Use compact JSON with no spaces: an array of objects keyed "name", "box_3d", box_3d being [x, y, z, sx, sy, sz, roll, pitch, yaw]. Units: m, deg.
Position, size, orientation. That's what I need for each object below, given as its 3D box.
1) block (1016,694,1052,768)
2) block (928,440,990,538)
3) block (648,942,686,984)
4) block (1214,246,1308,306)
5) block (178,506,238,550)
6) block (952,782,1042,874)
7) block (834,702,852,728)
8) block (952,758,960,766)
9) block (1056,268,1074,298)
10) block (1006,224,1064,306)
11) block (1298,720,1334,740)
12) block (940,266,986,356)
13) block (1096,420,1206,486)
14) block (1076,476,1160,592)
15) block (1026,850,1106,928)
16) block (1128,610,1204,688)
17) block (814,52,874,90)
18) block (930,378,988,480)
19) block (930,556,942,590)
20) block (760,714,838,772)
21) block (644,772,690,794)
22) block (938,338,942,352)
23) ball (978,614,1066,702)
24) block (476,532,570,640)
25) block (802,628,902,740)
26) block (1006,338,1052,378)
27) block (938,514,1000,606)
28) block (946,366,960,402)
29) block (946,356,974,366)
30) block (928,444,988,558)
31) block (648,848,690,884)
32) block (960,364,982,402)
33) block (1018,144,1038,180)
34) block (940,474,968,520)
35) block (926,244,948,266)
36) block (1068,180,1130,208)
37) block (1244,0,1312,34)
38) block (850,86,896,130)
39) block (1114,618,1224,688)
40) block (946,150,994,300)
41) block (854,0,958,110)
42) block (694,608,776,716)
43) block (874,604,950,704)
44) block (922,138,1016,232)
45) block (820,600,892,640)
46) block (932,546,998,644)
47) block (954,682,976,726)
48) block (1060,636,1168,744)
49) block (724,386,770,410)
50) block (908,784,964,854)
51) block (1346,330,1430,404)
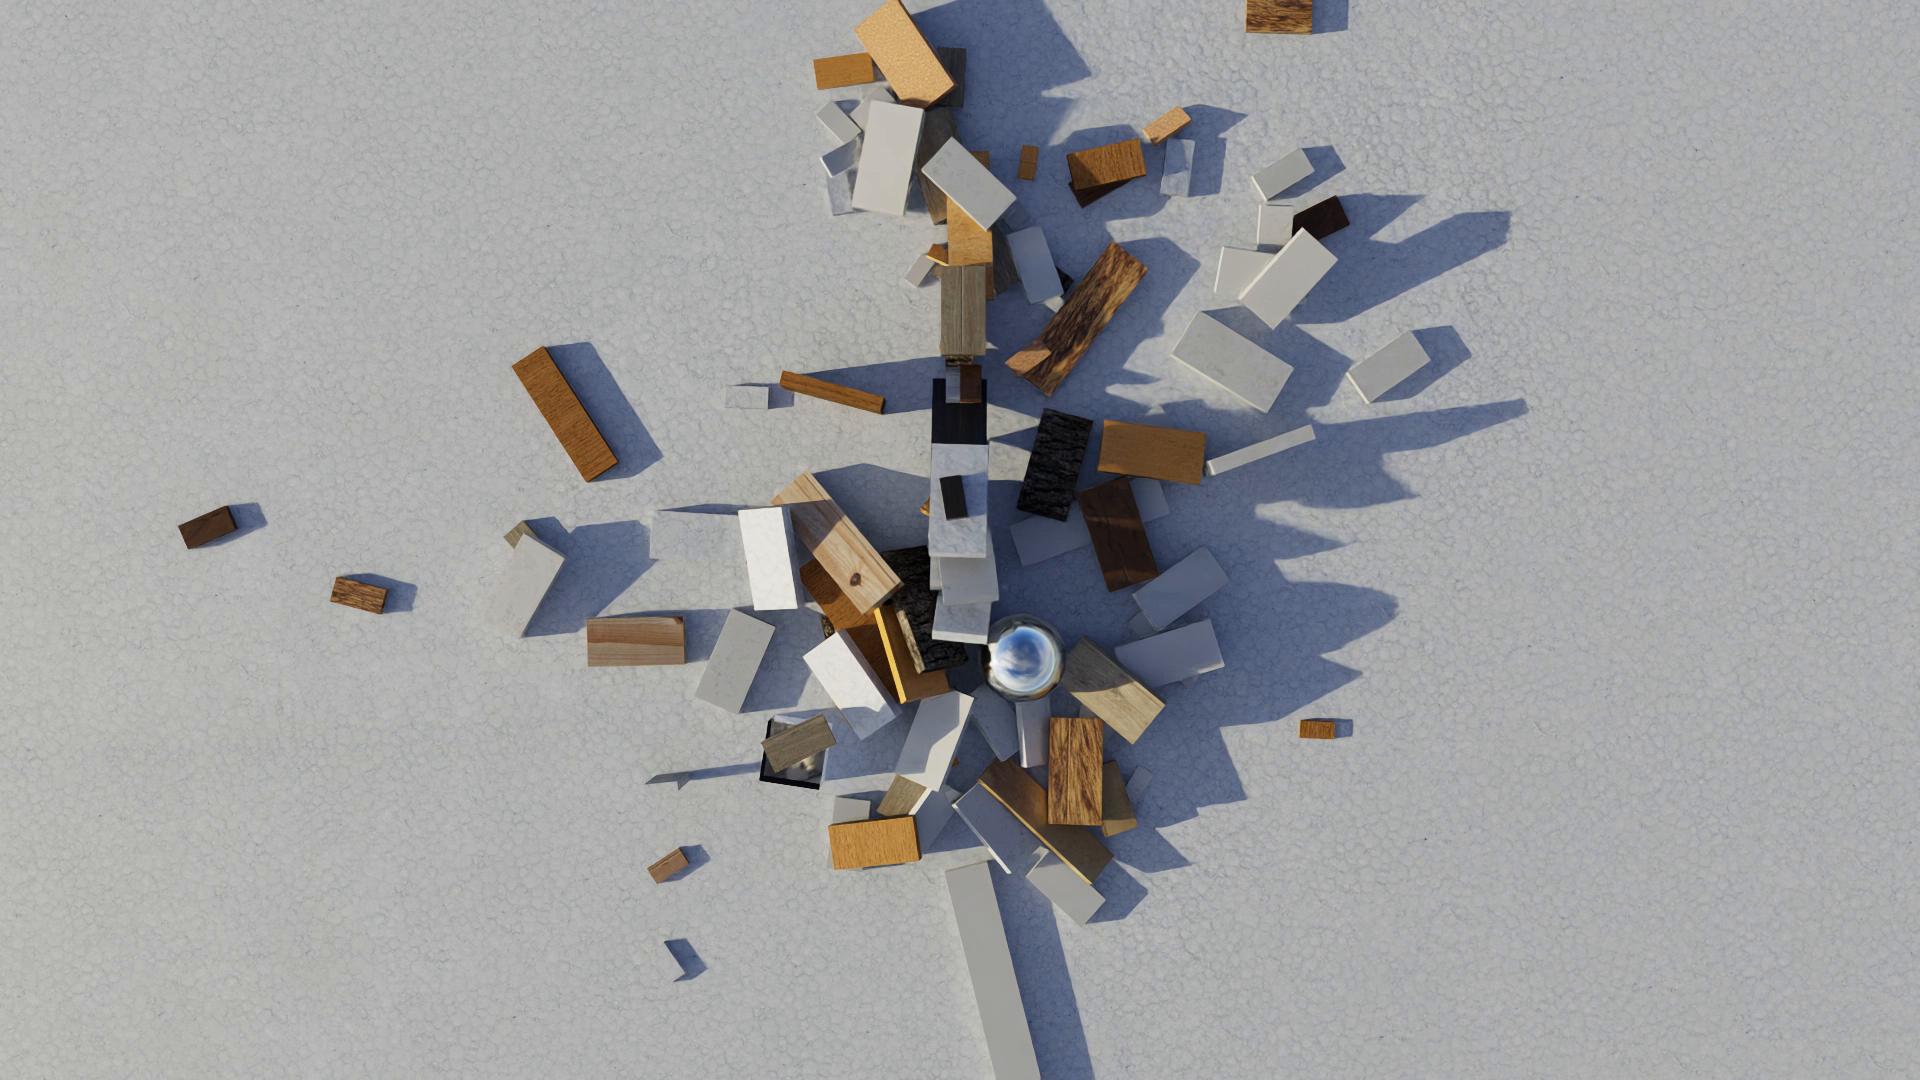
[{"name":"block","box_3d":[0.249,0.628,5.456,0.116,0.033,0.231,-5,90,-32]},{"name":"block","box_3d":[-0.003,-0.166,5.349,0.180,0.051,0.359,4,59,-1]},{"name":"block","box_3d":[-0.975,1.406,5.491,0.063,0.018,0.126,-35,90,0]},{"name":"block","box_3d":[1.005,-0.874,5.449,0.304,0.043,0.152,7,110,-2]},{"name":"block","box_3d":[-2.502,-0.041,5.488,0.171,0.024,0.086,-23,90,0]},{"name":"block","box_3d":[0.123,0.941,5.454,0.145,0.041,0.291,-39,90,-22]},{"name":"block","box_3d":[-0.298,0.523,5.485,0.217,0.031,0.108,-33,90,0]},{"name":"block","box_3d":[-0.057,0.700,5.489,0.063,0.018,0.126,-25,90,4]},{"name":"block","box_3d":[0.301,-0.877,5.490,0.143,0.020,0.072,37,90,0]},{"name":"block","box_3d":[0.247,-0.908,5.454,0.121,0.034,0.242,-19,88,-9]},{"name":"block","box_3d":[1.188,0.632,5.492,0.115,0.016,0.058,3,90,0]},{"name":"block","box_3d":[0.011,-0.747,5.386,0.145,0.041,0.290,0,88,0]},{"name":"block","box_3d":[0.631,-0.288,5.437,0.338,0.048,0.169,8,88,0]},{"name":"block","box_3d":[0.519,-0.020,5.434,0.173,0.049,0.347,-19,96,0]},{"name":"block","box_3d":[0.352,1.155,5.483,0.247,0.035,0.123,42,90,0]},{"name":"block","box_3d":[0.709,0.333,5.479,0.147,0.042,0.293,-42,90,0]},{"name":"block","box_3d":[-0.386,-1.560,5.486,0.191,0.027,0.095,-8,90,0]},{"name":"block","box_3d":[-0.003,-0.362,5.392,0.180,0.051,0.359,1,62,-1]},{"name":"block","box_3d":[-0.005,-0.004,5.399,0.177,0.050,0.354,1,64,0]},{"name":"block","box_3d":[-0.516,0.650,5.289,0.217,0.031,0.108,-25,90,0]},{"name":"block","box_3d":[-0.958,0.794,5.392,0.108,0.217,0.031,-6,90,0]},{"name":"block","box_3d":[-0.006,-0.705,5.444,0.094,0.027,0.188,10,73,3]},{"name":"ball","box_3d":[0.202,0.384,5.356,0.289,0.289,0.289,0,90,0]},{"name":"block","box_3d":[-1.446,0.152,5.459,0.159,0.045,0.319,31,97,0]},{"name":"block","box_3d":[-0.352,0.473,5.408,0.168,0.048,0.337,-36,88,29]},{"name":"block","box_3d":[0.226,-0.601,5.447,0.138,0.020,0.069,-36,90,0]},{"name":"block","box_3d":[0.017,0.033,5.324,0.177,0.050,0.354,-6,64,-3]},{"name":"block","box_3d":[0.001,-0.537,5.441,0.094,0.027,0.188,0,60,-1]},{"name":"block","box_3d":[0.000,-0.666,5.460,0.094,0.027,0.188,0,73,0]},{"name":"block","box_3d":[-0.004,-0.125,5.234,0.180,0.051,0.359,2,74,-1]},{"name":"block","box_3d":[-0.971,1.084,5.491,0.126,0.018,0.063,-33,90,0]},{"name":"block","box_3d":[0.036,-0.513,5.400,0.069,0.020,0.138,1,60,0]},{"name":"block","box_3d":[0.227,-1.256,5.492,0.054,0.015,0.109,9,90,0]},{"name":"block","box_3d":[-0.020,-0.133,5.199,0.069,0.020,0.138,-9,75,-3]},{"name":"block","box_3d":[-0.052,-0.942,5.483,0.105,0.015,0.053,25,68,0]},{"name":"block","box_3d":[0.464,-1.190,5.487,0.186,0.026,0.093,-30,90,0]},{"name":"block","box_3d":[1.059,-1.742,5.485,0.217,0.031,0.108,2,90,0]},{"name":"block","box_3d":[-0.290,-1.433,5.478,0.144,0.020,0.072,-41,98,6]},{"name":"block","box_3d":[0.688,0.383,5.434,0.328,0.046,0.164,-17,92,3]},{"name":"block","box_3d":[0.031,-1.032,5.431,0.145,0.041,0.485,-2,91,0]},{"name":"block","box_3d":[-0.179,-1.592,5.446,0.175,0.050,0.351,-34,90,20]},{"name":"block","box_3d":[-0.745,0.403,5.477,0.159,0.045,0.318,23,90,0]},{"name":"block","box_3d":[-0.157,0.360,5.369,0.159,0.045,0.318,-11,76,-26]},{"name":"block","box_3d":[0.030,-1.161,5.387,0.290,0.041,0.145,43,90,-1]},{"name":"block","box_3d":[-0.289,0.294,5.477,0.318,0.045,0.159,-15,90,0]},{"name":"block","box_3d":[0.020,0.170,5.370,0.177,0.050,0.354,6,54,3]},{"name":"block","box_3d":[0.029,0.547,5.471,0.068,0.019,0.136,-8,84,-23]},{"name":"block","box_3d":[0.489,0.490,5.413,0.347,0.049,0.173,39,106,9]},{"name":"block","box_3d":[-0.709,-0.475,5.490,0.146,0.021,0.073,2,90,0]},{"name":"block","box_3d":[-0.100,0.912,5.459,0.118,0.034,0.237,35,90,-26]},{"name":"block","box_3d":[1.423,-0.576,5.482,0.249,0.035,0.125,-35,90,0]}]
